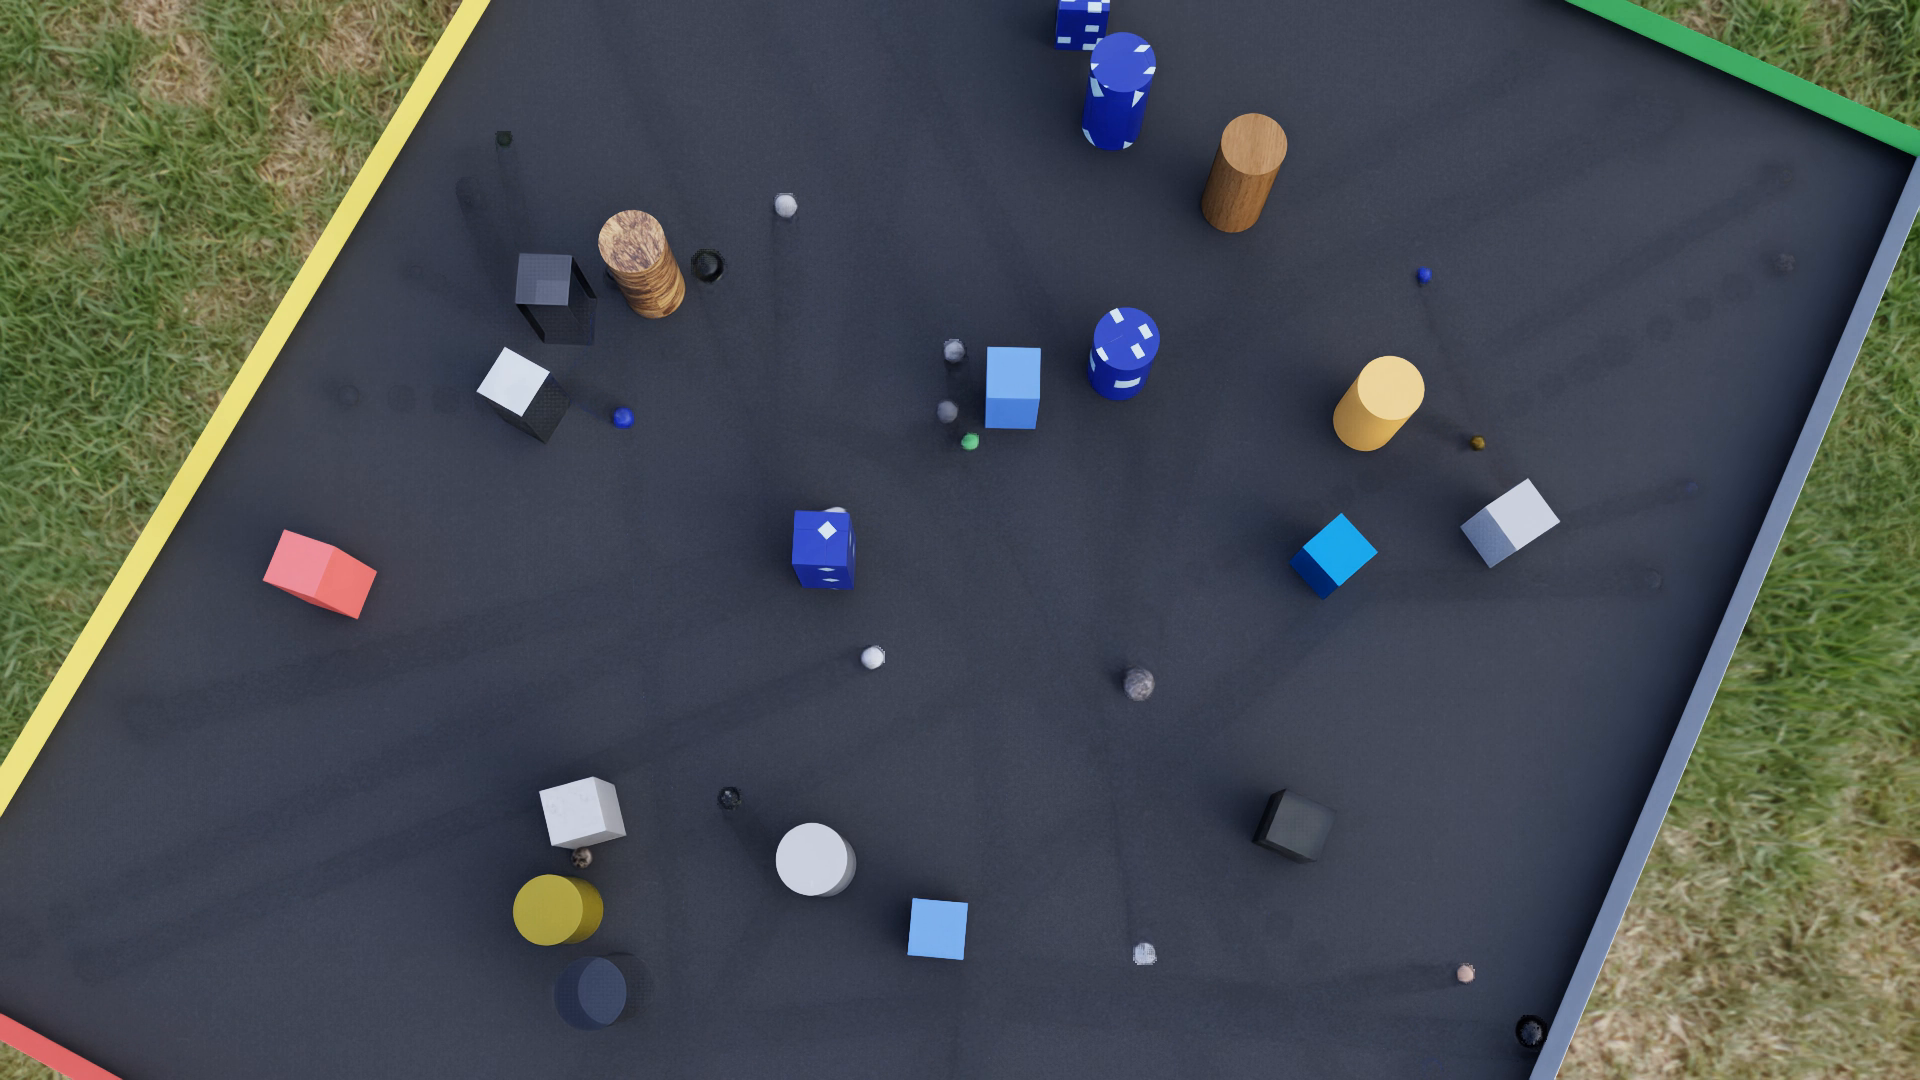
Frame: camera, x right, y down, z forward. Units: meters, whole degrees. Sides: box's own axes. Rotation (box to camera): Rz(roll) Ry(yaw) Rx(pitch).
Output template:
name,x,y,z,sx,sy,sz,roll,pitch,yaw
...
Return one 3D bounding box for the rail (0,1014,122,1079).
name,x,y,z,sx,sy,sz,roll,pitch,yaw
rail,-1.115,2.190,5.098,4.401,0.126,0.045,26,80,5

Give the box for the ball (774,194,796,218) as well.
name,x,y,z,sx,sy,sz,roll,pitch,yaw
ball,-0.552,-1.057,5.799,0.070,0.070,0.070,0,78,0

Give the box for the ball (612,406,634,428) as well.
name,x,y,z,sx,sy,sz,roll,pitch,yaw
ball,-1.039,-0.380,5.662,0.066,0.066,0.066,0,78,0

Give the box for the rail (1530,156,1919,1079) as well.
name,x,y,z,sx,sy,sz,roll,pitch,yaw
rail,1.947,0.960,5.352,0.045,0.126,5.034,26,80,5

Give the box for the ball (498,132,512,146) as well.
name,x,y,z,sx,sy,sz,roll,pitch,yaw
ball,-1.457,-1.281,5.859,0.043,0.043,0.043,0,78,0

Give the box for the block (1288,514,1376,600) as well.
name,x,y,z,sx,sy,sz,roll,pitch,yaw
block,1.113,0.052,5.483,0.155,0.240,0.155,-40,81,-8

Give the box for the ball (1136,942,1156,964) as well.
name,x,y,z,sx,sy,sz,roll,pitch,yaw
ball,0.540,1.204,5.337,0.060,0.060,0.060,0,78,0

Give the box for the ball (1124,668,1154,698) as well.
name,x,y,z,sx,sy,sz,roll,pitch,yaw
ball,0.536,0.429,5.480,0.093,0.093,0.093,0,78,0

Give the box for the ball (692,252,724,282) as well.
name,x,y,z,sx,sy,sz,roll,pitch,yaw
ball,-0.789,-0.856,5.744,0.097,0.097,0.097,0,78,0

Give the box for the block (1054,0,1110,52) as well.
name,x,y,z,sx,sy,sz,roll,pitch,yaw
block,0.388,-1.691,5.829,0.155,0.270,0.155,2,78,0

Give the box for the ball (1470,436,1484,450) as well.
name,x,y,z,sx,sy,sz,roll,pitch,yaw
ball,1.596,-0.300,5.656,0.045,0.045,0.045,0,78,0

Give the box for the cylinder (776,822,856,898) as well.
name,x,y,z,sx,sy,sz,roll,pitch,yaw
cylinder,-0.403,0.912,5.198,0.194,0.450,0.194,0,78,0

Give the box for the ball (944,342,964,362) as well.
name,x,y,z,sx,sy,sz,roll,pitch,yaw
ball,-0.018,-0.585,5.705,0.065,0.065,0.065,0,78,0

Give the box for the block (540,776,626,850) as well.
name,x,y,z,sx,sy,sz,roll,pitch,yaw
block,-1.085,0.791,5.289,0.155,0.321,0.155,-15,79,-3

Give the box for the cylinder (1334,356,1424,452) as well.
name,x,y,z,sx,sy,sz,roll,pitch,yaw
cylinder,1.256,-0.407,5.517,0.194,0.360,0.194,0,78,0

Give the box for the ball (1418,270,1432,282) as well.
name,x,y,z,sx,sy,sz,roll,pitch,yaw
ball,1.462,-0.831,5.767,0.042,0.042,0.042,0,78,0

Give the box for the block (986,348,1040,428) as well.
name,x,y,z,sx,sy,sz,roll,pitch,yaw
block,0.157,-0.456,5.540,0.155,0.335,0.155,1,78,0

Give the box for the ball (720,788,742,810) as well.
name,x,y,z,sx,sy,sz,roll,pitch,yaw
ball,-0.680,0.767,5.426,0.063,0.063,0.063,0,78,0

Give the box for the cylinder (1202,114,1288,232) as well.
name,x,y,z,sx,sy,sz,roll,pitch,yaw
cylinder,0.865,-1.118,5.613,0.194,0.459,0.194,0,78,0

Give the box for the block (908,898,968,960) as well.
name,x,y,z,sx,sy,sz,roll,pitch,yaw
block,-0.062,1.115,5.256,0.155,0.254,0.155,5,78,1

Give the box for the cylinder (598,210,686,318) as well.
name,x,y,z,sx,sy,sz,roll,pitch,yaw
cylinder,-0.963,-0.833,5.575,0.194,0.418,0.194,0,78,0

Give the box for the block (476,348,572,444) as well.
name,x,y,z,sx,sy,sz,roll,pitch,yaw
block,-1.312,-0.433,5.541,0.155,0.323,0.155,29,80,6

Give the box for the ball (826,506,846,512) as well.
name,x,y,z,sx,sy,sz,roll,pitch,yaw
ball,-0.379,-0.056,5.582,0.090,0.090,0.090,0,78,0

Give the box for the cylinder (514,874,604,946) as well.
name,x,y,z,sx,sy,sz,roll,pitch,yaw
cylinder,-1.146,1.059,5.244,0.194,0.300,0.194,0,78,0

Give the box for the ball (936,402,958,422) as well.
name,x,y,z,sx,sy,sz,roll,pitch,yaw
ball,-0.039,-0.395,5.665,0.066,0.066,0.066,0,78,0

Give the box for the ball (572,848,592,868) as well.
name,x,y,z,sx,sy,sz,roll,pitch,yaw
ball,-1.112,0.934,5.392,0.061,0.061,0.061,0,78,0

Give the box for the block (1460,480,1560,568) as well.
name,x,y,z,sx,sy,sz,roll,pitch,yaw
block,1.642,-0.047,5.484,0.155,0.279,0.155,-33,80,-6

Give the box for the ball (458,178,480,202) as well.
name,x,y,z,sx,sy,sz,roll,pitch,yaw
ball,-1.557,-1.110,5.811,0.069,0.069,0.069,0,78,0

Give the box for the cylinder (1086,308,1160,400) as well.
name,x,y,z,sx,sy,sz,roll,pitch,yaw
cylinder,0.493,-0.562,5.568,0.194,0.323,0.194,0,78,0

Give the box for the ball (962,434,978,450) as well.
name,x,y,z,sx,sy,sz,roll,pitch,yaw
ball,0.030,-0.302,5.653,0.051,0.051,0.051,0,78,0

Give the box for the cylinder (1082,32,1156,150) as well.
name,x,y,z,sx,sy,sz,roll,pitch,yaw
cylinder,0.488,-1.385,5.686,0.194,0.425,0.194,0,78,0

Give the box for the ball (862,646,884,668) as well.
name,x,y,z,sx,sy,sz,roll,pitch,yaw
ball,-0.264,0.355,5.510,0.066,0.066,0.066,0,78,0

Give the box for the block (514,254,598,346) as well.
name,x,y,z,sx,sy,sz,roll,pitch,yaw
block,-1.224,-0.727,5.571,0.155,0.384,0.155,2,78,0

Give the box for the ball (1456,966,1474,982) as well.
name,x,y,z,sx,sy,sz,roll,pitch,yaw
ball,1.469,1.263,5.331,0.048,0.048,0.048,0,78,0

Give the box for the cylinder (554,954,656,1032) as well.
name,x,y,z,sx,sy,sz,roll,pitch,yaw
cylinder,-0.986,1.257,5.116,0.194,0.472,0.194,0,78,0

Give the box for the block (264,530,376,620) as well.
name,x,y,z,sx,sy,sz,roll,pitch,yaw
block,-1.879,0.105,5.398,0.155,0.385,0.155,18,79,4

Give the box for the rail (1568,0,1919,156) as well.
name,x,y,z,sx,sy,sz,roll,pitch,yaw
rail,1.115,-2.177,6.002,4.401,0.126,0.045,26,80,5

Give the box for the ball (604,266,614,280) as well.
name,x,y,z,sx,sy,sz,roll,pitch,yaw
ball,-1.089,-0.846,5.764,0.055,0.055,0.055,0,78,0

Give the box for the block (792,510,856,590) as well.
name,x,y,z,sx,sy,sz,roll,pitch,yaw
block,-0.398,0.034,5.414,0.155,0.382,0.155,2,78,0

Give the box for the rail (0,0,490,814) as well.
name,x,y,z,sx,sy,sz,roll,pitch,yaw
rail,-1.947,-0.947,5.747,0.045,0.126,5.034,26,80,5

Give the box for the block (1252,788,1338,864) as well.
name,x,y,z,sx,sy,sz,roll,pitch,yaw
block,0.966,0.832,5.312,0.155,0.259,0.155,24,79,5

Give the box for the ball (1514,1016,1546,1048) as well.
name,x,y,z,sx,sy,sz,roll,pitch,yaw
ball,1.644,1.419,5.278,0.088,0.088,0.088,0,78,0
